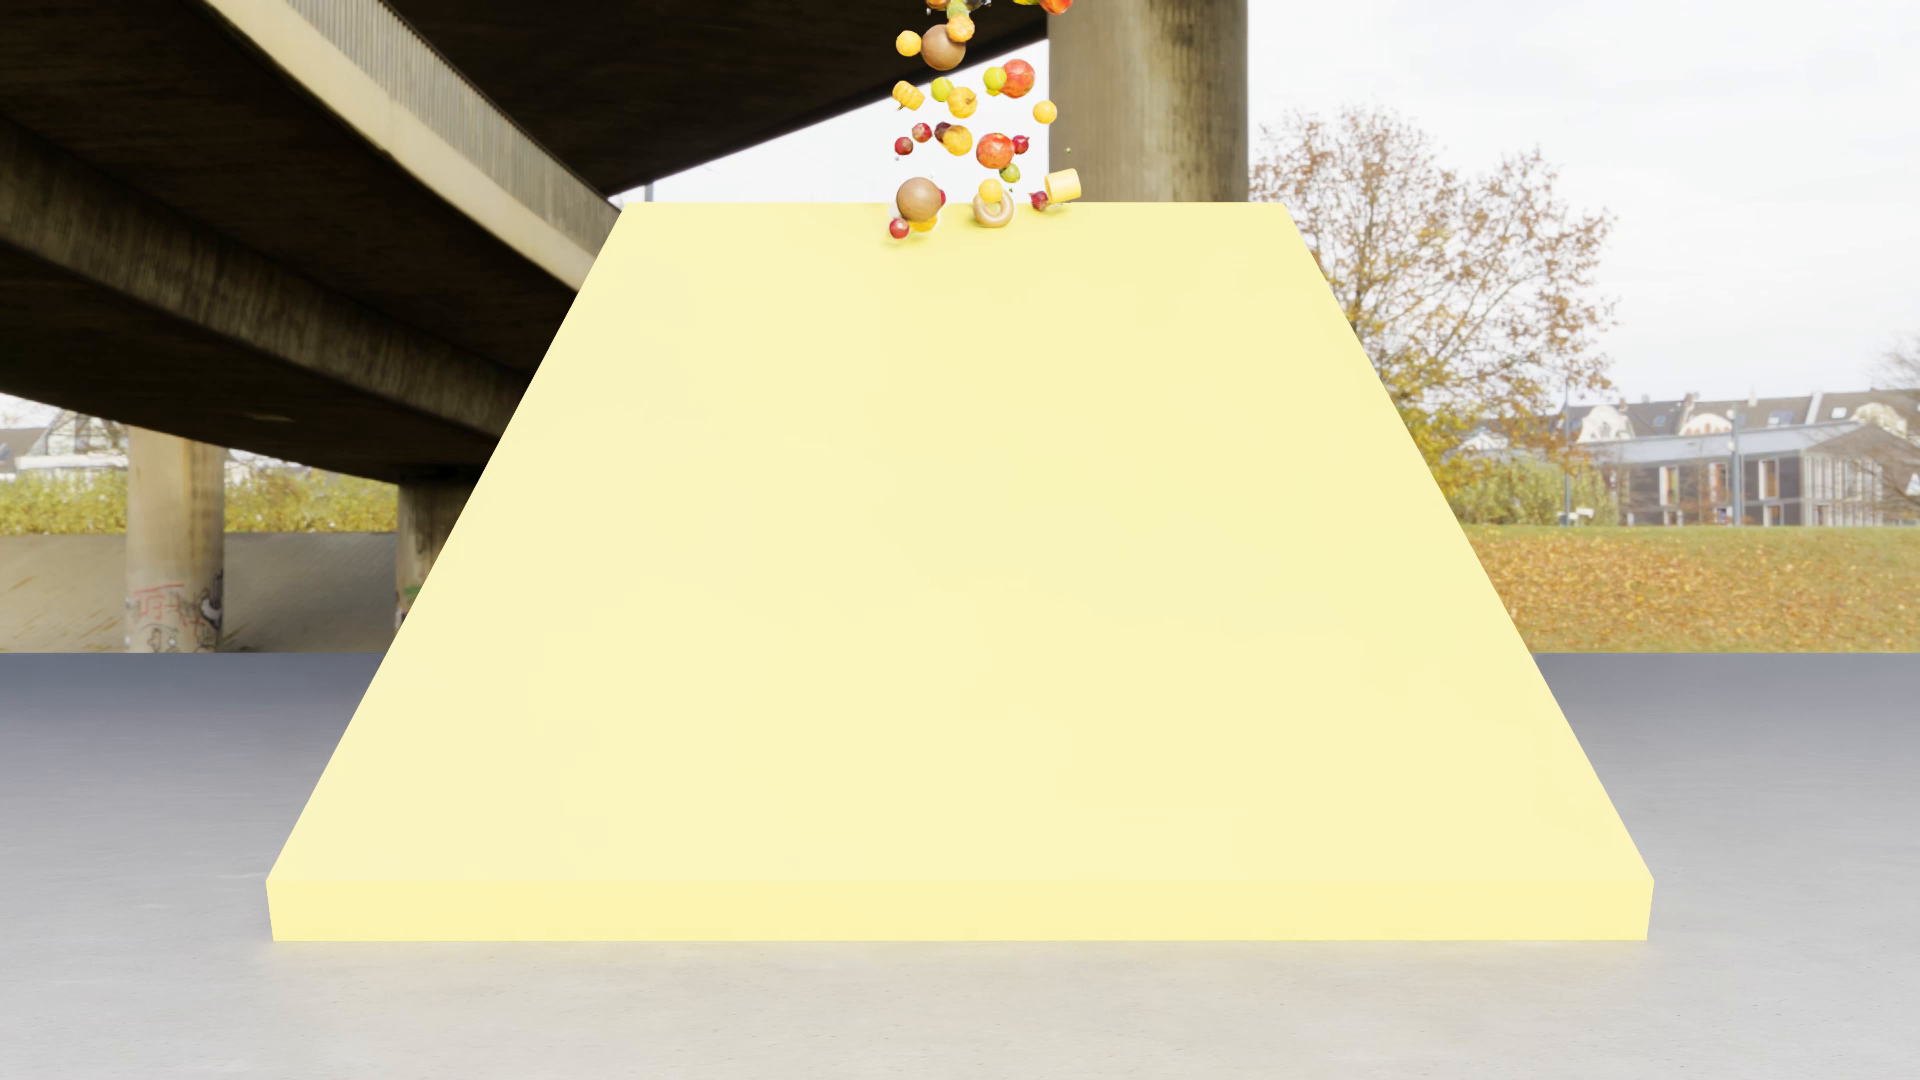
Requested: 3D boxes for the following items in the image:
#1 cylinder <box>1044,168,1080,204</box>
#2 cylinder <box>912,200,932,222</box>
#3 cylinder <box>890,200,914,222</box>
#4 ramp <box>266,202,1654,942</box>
[{"bbox_3d":[0.303,-1.046,6.803,0.087,0.087,0.087,-16,-1,-6],"label":"cylinder"},{"bbox_3d":[-0.114,-0.972,6.807,0.052,0.052,0.052,-1,21,18],"label":"cylinder"},{"bbox_3d":[-0.168,-0.956,6.683,0.053,0.053,0.053,-3,-9,44],"label":"cylinder"},{"bbox_3d":[-0.007,-0.223,5.184,2.000,0.100,4.000,0,22,0],"label":"ramp"}]
